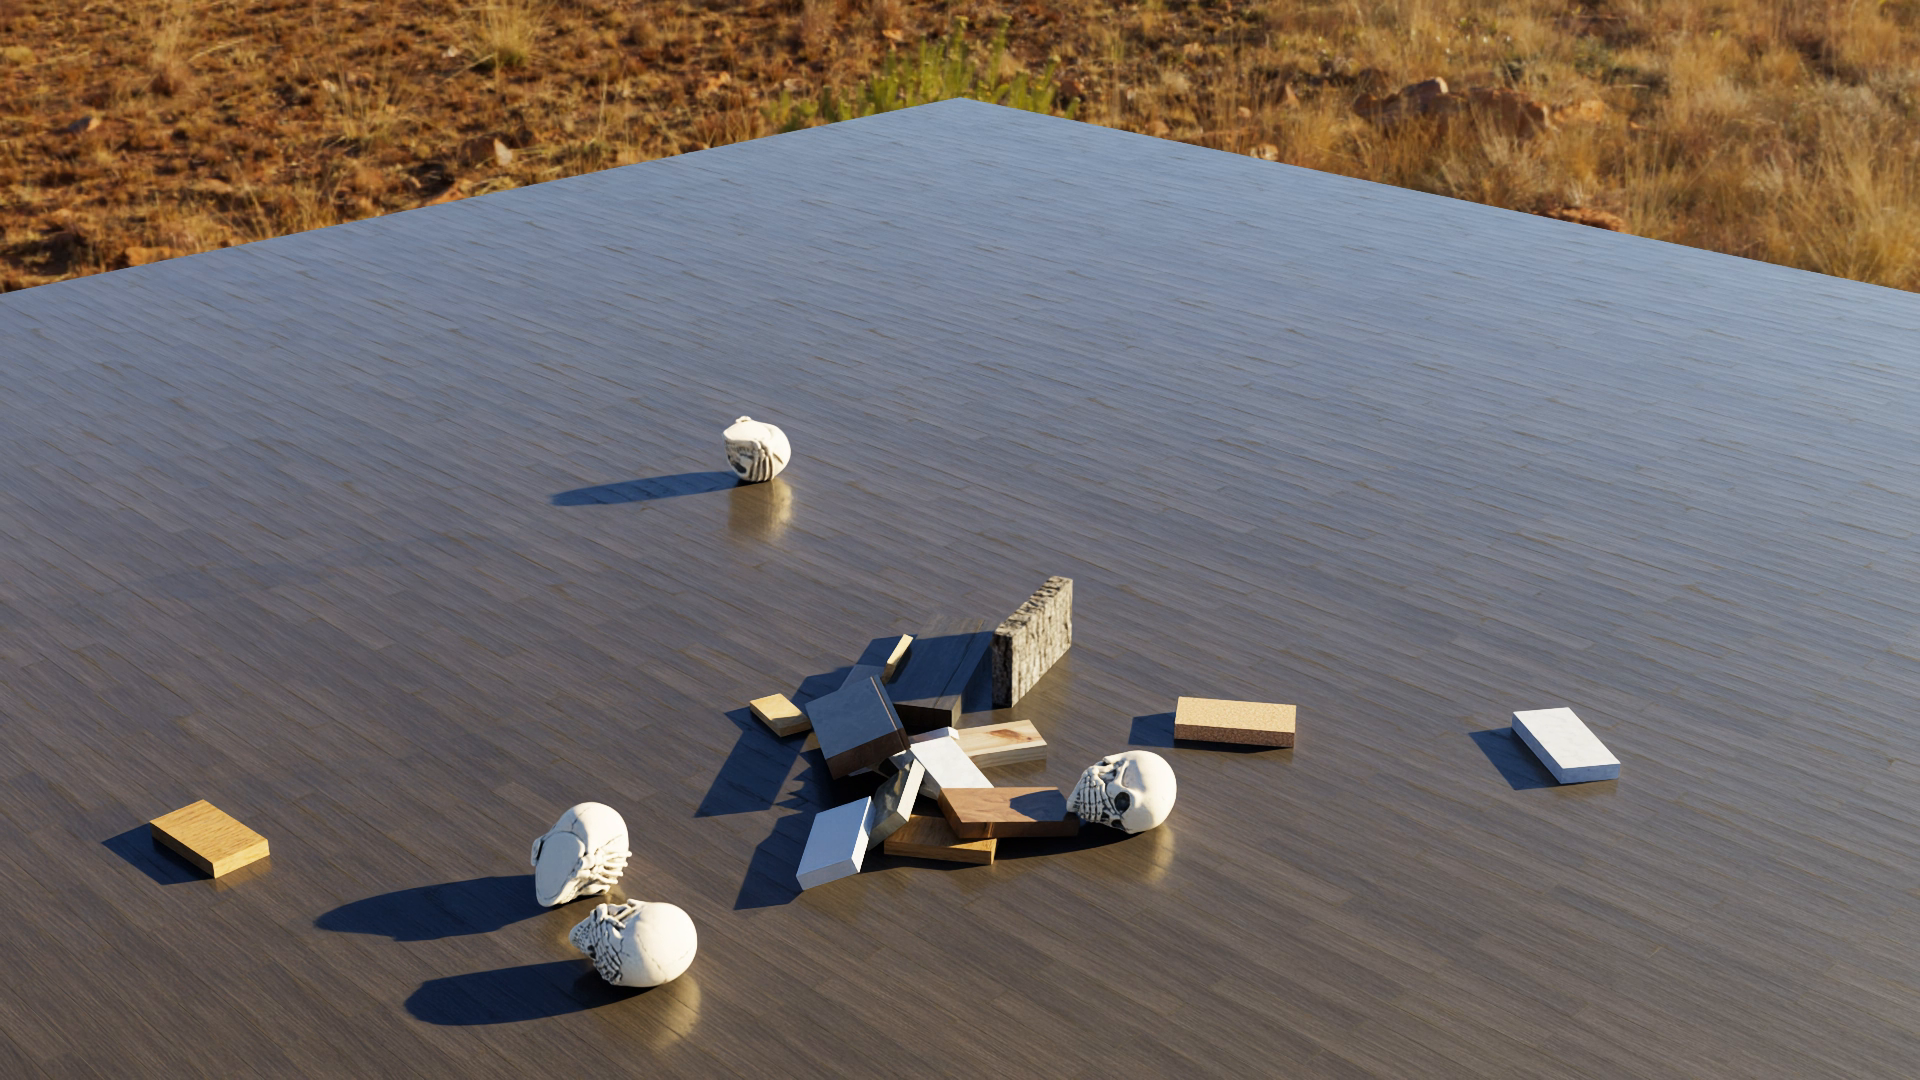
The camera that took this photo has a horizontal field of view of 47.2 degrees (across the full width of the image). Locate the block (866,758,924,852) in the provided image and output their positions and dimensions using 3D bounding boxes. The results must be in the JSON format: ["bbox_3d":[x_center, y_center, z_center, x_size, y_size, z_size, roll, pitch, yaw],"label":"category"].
[{"bbox_3d":[-0.135,0.528,4.393,0.107,0.030,0.214,-40,12,21],"label":"block"}]

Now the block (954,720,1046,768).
[{"bbox_3d":[0.054,0.440,4.682,0.236,0.033,0.118,-7,24,-16],"label":"block"}]

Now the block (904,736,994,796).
[{"bbox_3d":[-0.012,0.487,4.490,0.107,0.030,0.214,-9,39,-34],"label":"block"}]

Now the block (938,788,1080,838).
[{"bbox_3d":[0.097,0.541,4.369,0.256,0.036,0.128,2,24,-23],"label":"block"}]

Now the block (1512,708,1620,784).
[{"bbox_3d":[1.289,0.436,4.686,0.128,0.036,0.256,-4,23,-9],"label":"block"}]

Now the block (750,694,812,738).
[{"bbox_3d":[-0.395,0.384,4.828,0.075,0.021,0.149,-13,26,-28],"label":"block"}]

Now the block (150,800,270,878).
[{"bbox_3d":[-1.480,0.587,4.334,0.236,0.033,0.118,19,30,38],"label":"block"}]

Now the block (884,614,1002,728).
[{"bbox_3d":[-0.043,0.295,5.004,0.172,0.049,0.469,6,24,13],"label":"block"}]

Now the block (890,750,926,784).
[{"bbox_3d":[-0.100,0.464,4.536,0.054,0.015,0.109,-10,37,-35],"label":"block"}]

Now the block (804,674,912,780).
[{"bbox_3d":[-0.219,0.392,4.651,0.172,0.049,0.345,-22,18,-5],"label":"block"}]

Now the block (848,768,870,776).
[{"bbox_3d":[-0.234,0.457,4.660,0.066,0.019,0.131,-13,26,-27],"label":"block"}]

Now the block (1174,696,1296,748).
[{"bbox_3d":[0.599,0.395,4.783,0.256,0.036,0.128,4,23,9],"label":"block"}]

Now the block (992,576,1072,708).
[{"bbox_3d":[0.166,0.228,5.004,0.049,0.172,0.345,10,25,23],"label":"block"}]

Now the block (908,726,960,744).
[{"bbox_3d":[-0.075,0.422,4.619,0.131,0.019,0.066,-16,-17,13],"label":"block"}]

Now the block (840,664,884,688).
[{"bbox_3d":[-0.221,0.325,4.967,0.075,0.021,0.149,5,24,13],"label":"block"}]

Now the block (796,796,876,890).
[{"bbox_3d":[-0.239,0.588,4.276,0.118,0.033,0.236,-20,19,14],"label":"block"}]

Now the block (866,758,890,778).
[{"bbox_3d":[-0.152,0.467,4.602,0.131,0.019,0.066,25,31,22],"label":"block"}]

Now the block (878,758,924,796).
[{"bbox_3d":[-0.110,0.485,4.545,0.109,0.015,0.054,30,30,10],"label":"block"}]

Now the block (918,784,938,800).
[{"bbox_3d":[-0.023,0.519,4.497,0.109,0.015,0.054,19,27,20],"label":"block"}]

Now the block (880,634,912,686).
[{"bbox_3d":[-0.147,0.280,5.000,0.021,0.075,0.149,23,26,5],"label":"block"}]

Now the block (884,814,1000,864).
[{"bbox_3d":[-0.034,0.589,4.334,0.214,0.030,0.107,4,23,10],"label":"block"}]
